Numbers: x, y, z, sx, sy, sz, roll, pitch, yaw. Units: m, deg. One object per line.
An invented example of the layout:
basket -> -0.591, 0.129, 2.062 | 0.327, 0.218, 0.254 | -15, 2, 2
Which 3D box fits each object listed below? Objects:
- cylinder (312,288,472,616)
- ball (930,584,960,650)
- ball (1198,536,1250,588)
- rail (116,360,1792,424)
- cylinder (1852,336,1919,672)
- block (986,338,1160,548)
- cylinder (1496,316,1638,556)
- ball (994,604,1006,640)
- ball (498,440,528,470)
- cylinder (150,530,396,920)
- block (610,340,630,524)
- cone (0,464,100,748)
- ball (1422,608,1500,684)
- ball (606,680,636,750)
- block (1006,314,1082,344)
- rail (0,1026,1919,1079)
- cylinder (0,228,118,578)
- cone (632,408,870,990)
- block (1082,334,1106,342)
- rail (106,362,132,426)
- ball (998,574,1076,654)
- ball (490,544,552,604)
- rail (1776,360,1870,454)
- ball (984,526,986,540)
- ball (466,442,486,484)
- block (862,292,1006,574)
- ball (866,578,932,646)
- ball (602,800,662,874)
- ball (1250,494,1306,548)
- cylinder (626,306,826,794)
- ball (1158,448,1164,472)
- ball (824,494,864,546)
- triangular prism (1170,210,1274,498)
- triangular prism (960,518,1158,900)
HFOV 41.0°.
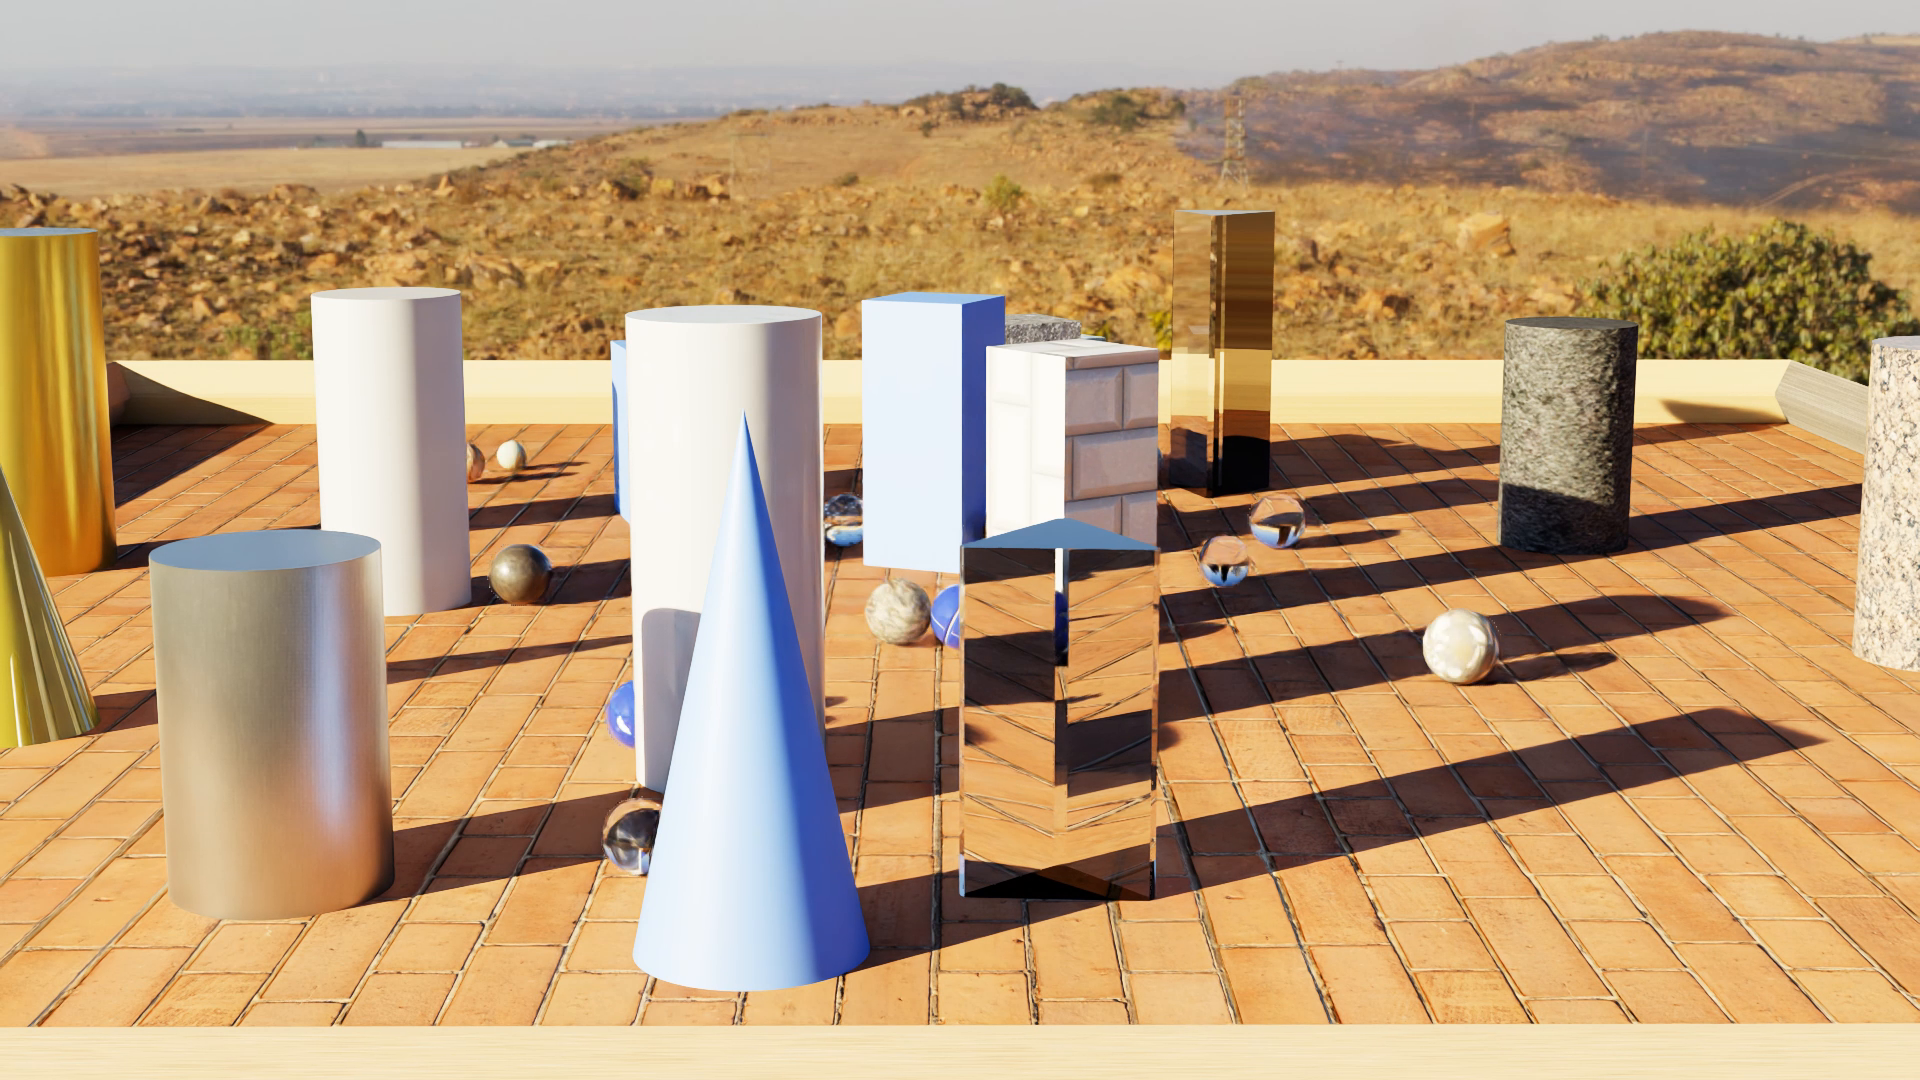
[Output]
cylinder -> -0.772, -0.124, 3.492 | 0.197, 0.423, 0.197 | 0, 10, 0
ball -> 0.005, 0.097, 3.227 | 0.086, 0.086, 0.086 | 0, 10, 0
ball -> 0.373, 0.030, 3.622 | 0.074, 0.074, 0.074 | 0, 10, 0
rail -> -0.011, -0.300, 5.248 | 3.439, 0.128, 0.045 | 0, 10, 0
cylinder -> 1.217, -0.047, 3.166 | 0.197, 0.391, 0.197 | 0, 10, 0
block -> 0.145, -0.068, 3.346 | 0.158, 0.367, 0.158 | -8, 13, -37
cylinder -> 0.929, -0.163, 3.928 | 0.197, 0.341, 0.197 | 0, 10, 0
ball -> 0.060, 0.103, 3.294 | 0.050, 0.050, 0.050 | 0, 10, 0
ball -> -0.815, -0.154, 4.671 | 0.053, 0.053, 0.053 | 0, 10, 0
cylinder -> -0.609, 0.159, 2.282 | 0.197, 0.307, 0.197 | 0, 10, 0
block -> -0.474, -0.179, 4.181 | 0.158, 0.281, 0.158 | -3, 11, -17
cone -> -1.063, 0.044, 2.833 | 0.197, 0.333, 0.197 | 0, 10, 0
ball -> 0.596, 0.127, 3.053 | 0.090, 0.090, 0.090 | 0, 10, 0
ball -> -0.340, 0.187, 2.758 | 0.079, 0.079, 0.079 | 0, 10, 0
block -> 0.096, -0.223, 4.353 | 0.158, 0.304, 0.158 | -5, 12, -27
rail -> 0.011, 0.366, 1.650 | 3.439, 0.128, 0.045 | 0, 10, 0
cylinder -> -1.347, -0.204, 3.743 | 0.197, 0.489, 0.197 | 0, 10, 0
cone -> -0.174, 0.117, 2.099 | 0.197, 0.456, 0.197 | 0, 10, 0
block -> 0.148, -0.239, 4.586 | 0.158, 0.251, 0.158 | -8, 13, -36
rail -> -1.696, 0.035, 3.439 | 0.045, 0.128, 3.707 | 0, 10, 0
ball -> 0.096, 0.093, 3.204 | 0.099, 0.099, 0.099 | 0, 10, 0
ball -> -0.599, 0.047, 3.502 | 0.084, 0.084, 0.084 | 0, 10, 0
rail -> 1.696, 0.031, 3.458 | 0.045, 0.128, 3.707 | 0, 10, 0
ball -> 0.080, -0.007, 3.773 | 0.091, 0.091, 0.091 | 0, 10, 0
ball -> -0.872, -0.135, 4.514 | 0.074, 0.074, 0.074 | 0, 10, 0
block -> -0.038, -0.162, 3.789 | 0.158, 0.391, 0.158 | 5, 11, 24
ball -> -0.077, 0.091, 3.248 | 0.085, 0.085, 0.085 | 0, 10, 0
ball -> -0.292, 0.270, 2.338 | 0.068, 0.068, 0.068 | 0, 10, 0
ball -> 0.484, -0.029, 3.909 | 0.084, 0.084, 0.084 | 0, 10, 0
cylinder -> -0.238, 0.008, 2.630 | 0.197, 0.479, 0.197 | 0, 10, 0
ball -> 0.336, -0.144, 4.601 | 0.058, 0.058, 0.058 | 0, 10, 0
ball -> -0.175, -0.030, 3.927 | 0.080, 0.080, 0.080 | 0, 10, 0
triangular prism -> 0.427, -0.327, 4.433 | 0.148, 0.479, 0.171 | 9, 14, 41
triangular prism -> 0.091, 0.148, 2.317 | 0.171, 0.316, 0.148 | 1, 11, 4
